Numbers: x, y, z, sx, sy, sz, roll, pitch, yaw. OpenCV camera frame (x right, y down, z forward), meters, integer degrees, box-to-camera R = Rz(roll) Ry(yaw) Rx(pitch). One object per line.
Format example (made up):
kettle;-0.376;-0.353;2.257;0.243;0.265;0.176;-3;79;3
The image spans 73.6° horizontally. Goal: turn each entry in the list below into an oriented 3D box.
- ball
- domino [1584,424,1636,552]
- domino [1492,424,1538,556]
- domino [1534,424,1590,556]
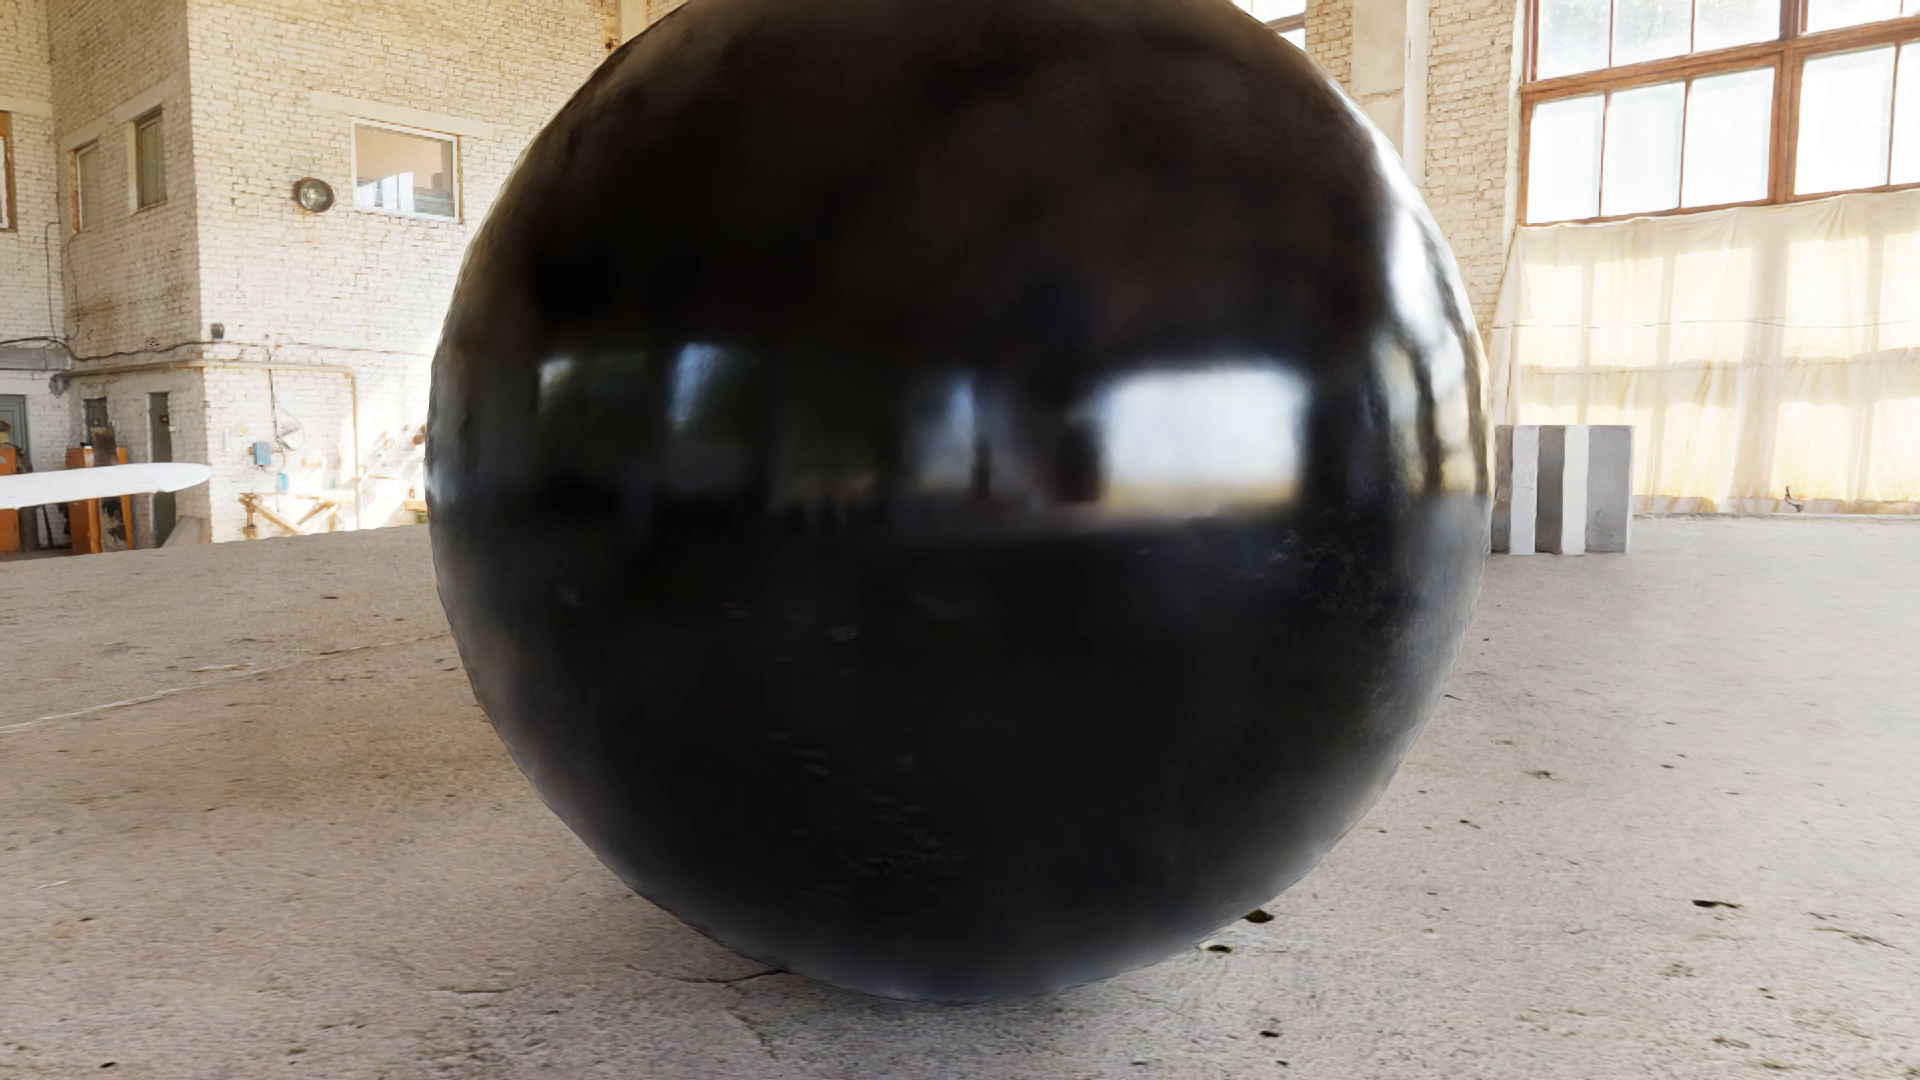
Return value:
ball;0.000;-0.005;0.103;0.080;0.080;0.080;0;4;0
domino;0.253;-0.021;0.510;0.025;0.050;0.010;3;5;37
domino;0.215;-0.020;0.501;0.010;0.050;0.025;0;4;3
domino;0.233;-0.020;0.501;0.009;0.050;0.025;0;4;-5
